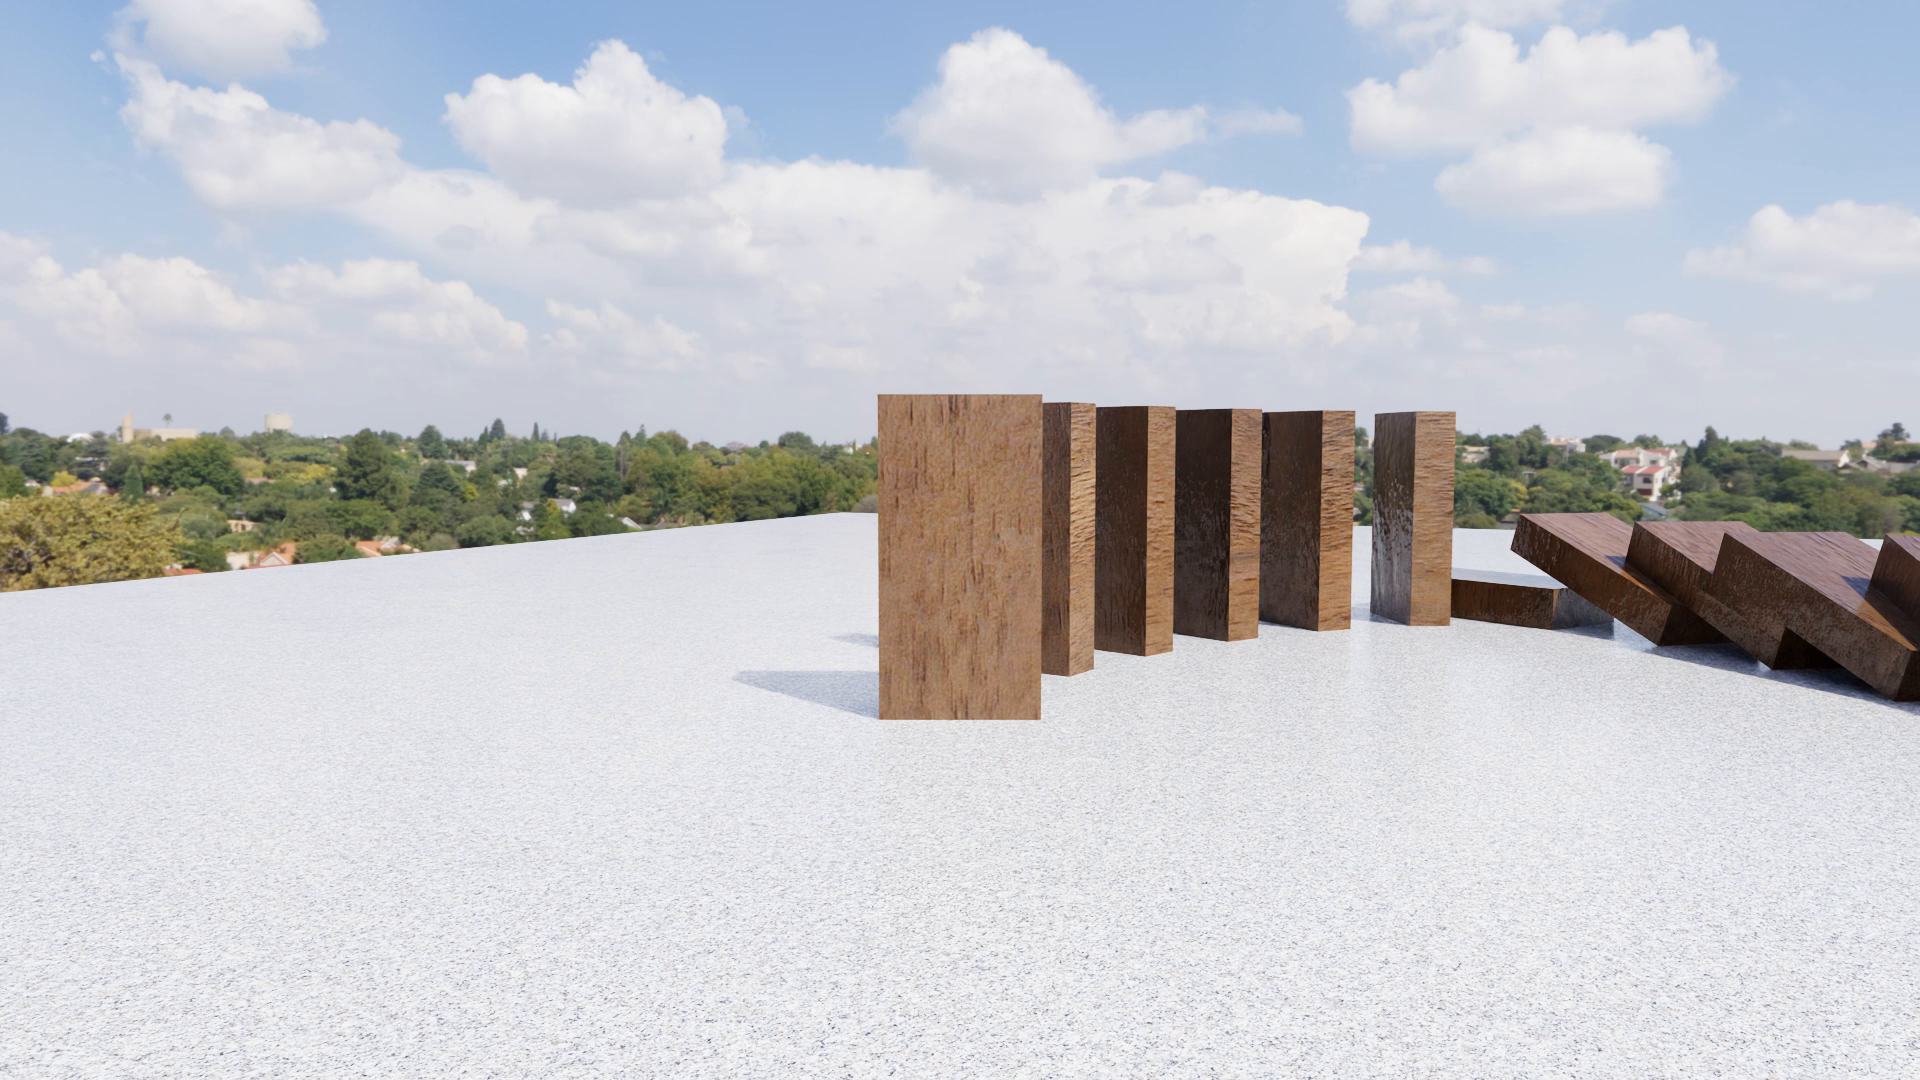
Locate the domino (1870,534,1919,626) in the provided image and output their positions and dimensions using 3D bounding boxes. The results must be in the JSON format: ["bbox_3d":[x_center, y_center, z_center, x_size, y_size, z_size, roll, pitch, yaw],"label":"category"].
[{"bbox_3d":[0.173,0.014,0.207,0.025,0.009,0.050,5,23,10],"label":"domino"}]

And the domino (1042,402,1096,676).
[{"bbox_3d":[0.012,-0.001,0.243,0.025,0.050,0.009,3,5,34],"label":"domino"}]

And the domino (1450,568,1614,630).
[{"bbox_3d":[0.132,0.014,0.320,0.025,0.010,0.050,-3,5,-33],"label":"domino"}]

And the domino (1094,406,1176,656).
[{"bbox_3d":[0.031,-0.002,0.267,0.025,0.050,0.009,4,6,44],"label":"domino"}]

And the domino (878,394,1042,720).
[{"bbox_3d":[0.000,0.002,0.201,0.025,0.050,0.009,0,4,0],"label":"domino"}]

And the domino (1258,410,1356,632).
[{"bbox_3d":[0.080,-0.005,0.302,0.010,0.050,0.025,-2,5,-25],"label":"domino"}]

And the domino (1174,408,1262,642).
[{"bbox_3d":[0.054,-0.004,0.287,0.009,0.050,0.025,-3,5,-36],"label":"domino"}]

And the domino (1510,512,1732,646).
[{"bbox_3d":[0.153,0.008,0.293,0.025,0.009,0.050,-1,24,-15],"label":"domino"}]

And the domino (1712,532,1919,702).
[{"bbox_3d":[0.165,0.013,0.234,0.025,0.009,0.050,0,23,-4],"label":"domino"}]

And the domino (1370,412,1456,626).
[{"bbox_3d":[0.109,-0.006,0.310,0.009,0.050,0.025,0,4,-3],"label":"domino"}]

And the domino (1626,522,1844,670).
[{"bbox_3d":[0.164,0.010,0.264,0.025,0.009,0.050,0,23,-5],"label":"domino"}]
